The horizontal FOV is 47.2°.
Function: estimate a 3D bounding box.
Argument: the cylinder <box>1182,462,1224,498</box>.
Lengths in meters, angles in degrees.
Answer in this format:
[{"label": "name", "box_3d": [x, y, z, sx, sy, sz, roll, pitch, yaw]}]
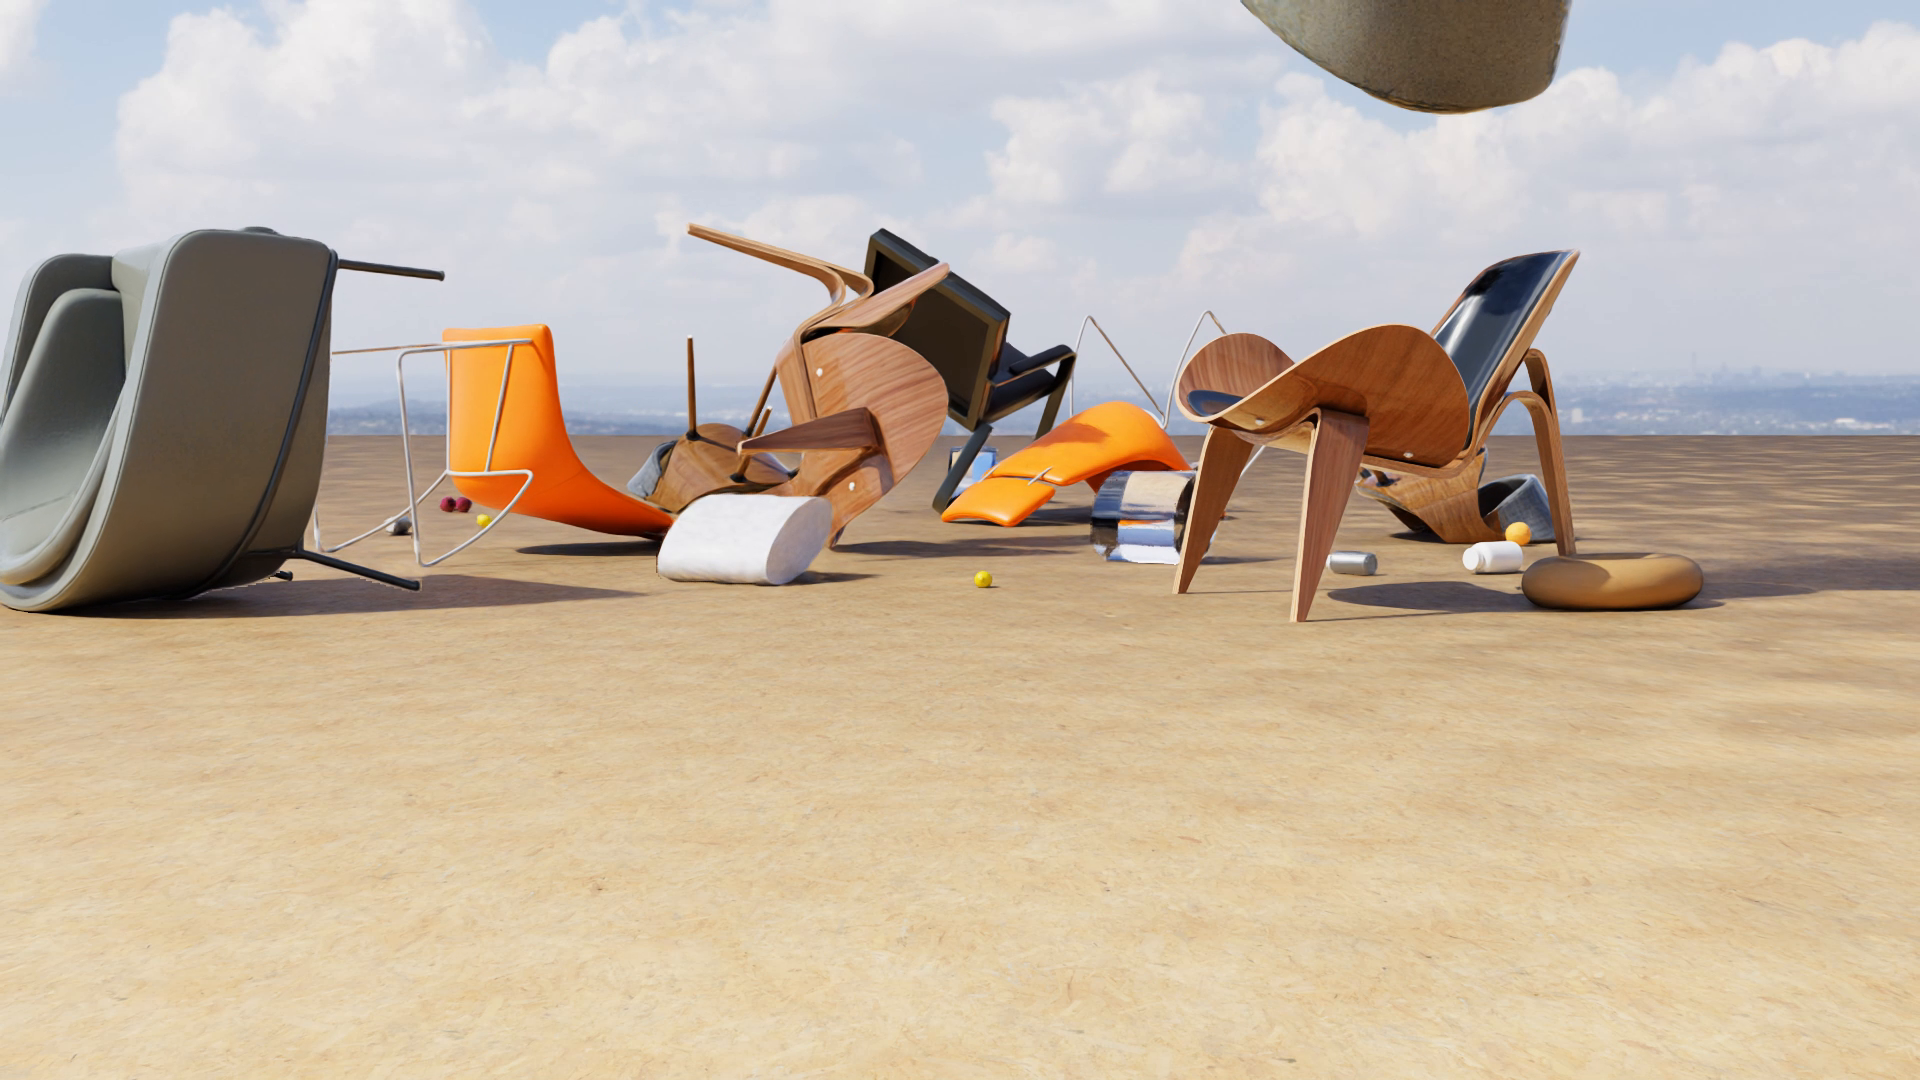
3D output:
[{"label": "cylinder", "box_3d": [0.877, -0.194, 8.029, 0.148, 0.186, 0.094, 17, 0, -12]}]

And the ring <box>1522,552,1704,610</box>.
[{"label": "ring", "box_3d": [1.354, 0.085, 4.560, 0.413, 0.104, 0.266, -2, 4, -22]}]

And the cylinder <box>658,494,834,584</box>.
[{"label": "cylinder", "box_3d": [-0.503, -0.004, 5.187, 0.296, 0.146, 0.329, 2, 30, 27]}]

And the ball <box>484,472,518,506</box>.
[{"label": "ball", "box_3d": [-1.753, -0.192, 8.408, 0.129, 0.129, 0.129, 0, 4, 0]}]

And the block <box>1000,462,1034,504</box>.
[{"label": "block", "box_3d": [0.175, -0.228, 8.714, 0.166, 0.158, 0.265, -1, 4, -16]}]

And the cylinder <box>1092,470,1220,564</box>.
[{"label": "cylinder", "box_3d": [0.507, -0.061, 5.704, 0.247, 0.258, 0.206, 3, -36, 37]}]
